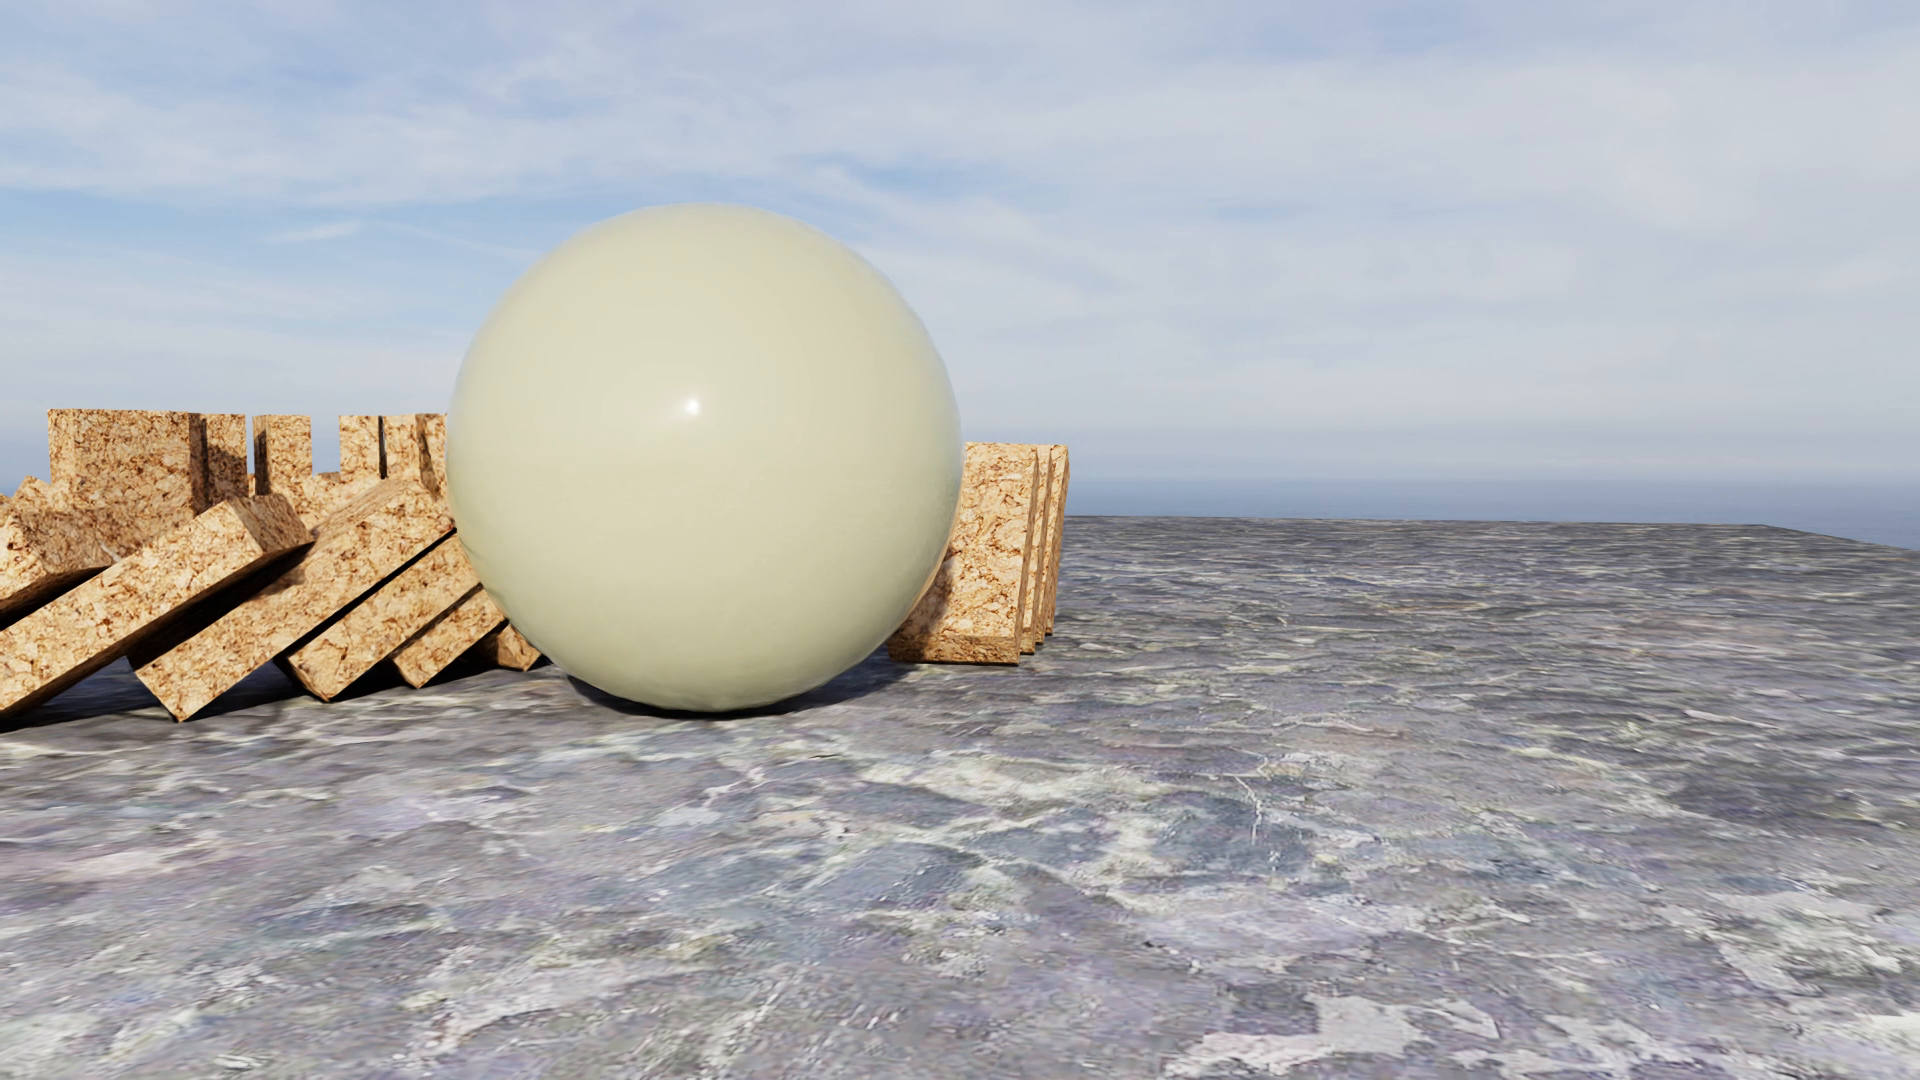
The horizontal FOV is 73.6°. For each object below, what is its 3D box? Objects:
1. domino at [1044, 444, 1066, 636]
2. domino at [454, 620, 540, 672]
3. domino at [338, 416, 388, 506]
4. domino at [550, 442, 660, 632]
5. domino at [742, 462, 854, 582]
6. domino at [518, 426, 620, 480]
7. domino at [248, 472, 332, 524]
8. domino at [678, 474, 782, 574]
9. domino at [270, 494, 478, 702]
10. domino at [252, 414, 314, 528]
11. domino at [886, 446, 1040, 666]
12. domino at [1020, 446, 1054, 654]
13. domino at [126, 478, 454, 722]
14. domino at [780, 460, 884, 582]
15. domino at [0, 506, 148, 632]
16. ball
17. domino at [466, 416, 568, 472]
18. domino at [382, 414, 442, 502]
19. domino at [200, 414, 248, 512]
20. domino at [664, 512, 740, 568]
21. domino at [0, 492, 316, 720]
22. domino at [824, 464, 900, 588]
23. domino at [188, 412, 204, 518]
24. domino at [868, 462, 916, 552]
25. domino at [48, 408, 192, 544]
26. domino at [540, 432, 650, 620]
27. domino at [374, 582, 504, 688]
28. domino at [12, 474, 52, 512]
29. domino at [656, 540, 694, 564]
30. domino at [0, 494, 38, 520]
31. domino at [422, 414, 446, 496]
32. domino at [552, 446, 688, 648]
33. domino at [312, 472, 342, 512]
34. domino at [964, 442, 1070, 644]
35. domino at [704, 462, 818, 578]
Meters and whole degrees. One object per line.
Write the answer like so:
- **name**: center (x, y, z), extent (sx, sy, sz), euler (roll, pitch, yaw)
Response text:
- **domino**: center (0.011, -0.001, 0.300), extent (0.025, 0.050, 0.009), euler (1, -40, 10)
- **domino**: center (-0.082, 0.004, 0.260), extent (0.025, 0.009, 0.050), euler (3, 42, 35)
- **domino**: center (-0.163, -0.009, 0.353), extent (0.010, 0.050, 0.025), euler (-1, 4, -16)
- **domino**: center (-0.085, -0.001, 0.301), extent (0.025, 0.050, 0.010), euler (0, -39, -6)
- **domino**: center (-0.046, -0.007, 0.416), extent (0.025, 0.010, 0.050), euler (-4, 41, -47)
- **domino**: center (-0.099, -0.006, 0.332), extent (0.025, 0.050, 0.010), euler (-2, -28, -25)
- **domino**: center (-0.218, -0.007, 0.439), extent (0.050, 0.010, 0.025), euler (29, -5, -17)
- **domino**: center (-0.076, -0.006, 0.437), extent (0.050, 0.010, 0.025), euler (36, 24, 30)
- **domino**: center (-0.098, 0.006, 0.229), extent (0.025, 0.010, 0.050), euler (7, 44, 49)
- **domino**: center (-0.181, -0.008, 0.343), extent (0.009, 0.050, 0.025), euler (-3, 5, -38)
- **domino**: center (0.001, 0.002, 0.261), extent (0.025, 0.050, 0.009), euler (1, -40, 10)
- **domino**: center (0.005, 0.001, 0.274), extent (0.025, 0.050, 0.009), euler (1, -40, 10)
- **domino**: center (-0.112, 0.008, 0.215), extent (0.050, 0.010, 0.025), euler (-42, 27, -26)
- **domino**: center (-0.034, -0.007, 0.406), extent (0.025, 0.009, 0.050), euler (-1, 38, -44)
- **domino**: center (-0.152, 0.012, 0.192), extent (0.050, 0.009, 0.025), euler (-29, 4, 2)
- **ball**: center (-0.039, -0.013, 0.204), extent (0.080, 0.080, 0.080), euler (0, 4, 0)
- **domino**: center (-0.113, -0.008, 0.344), extent (0.010, 0.050, 0.025), euler (-26, -14, 39)
- **domino**: center (-0.145, -0.009, 0.354), extent (0.010, 0.050, 0.025), euler (-3, 4, 11)
- **domino**: center (-0.194, -0.007, 0.330), extent (0.025, 0.050, 0.009), euler (3, 5, 34)
- **domino**: center (-0.097, -0.008, 0.448), extent (0.050, 0.009, 0.025), euler (34, 17, 25)
- **domino**: center (-0.129, 0.010, 0.199), extent (0.050, 0.010, 0.025), euler (-33, 10, -7)
- **domino**: center (-0.020, -0.005, 0.392), extent (0.025, 0.009, 0.050), euler (-2, 39, -35)
- **domino**: center (-0.198, -0.006, 0.310), extent (0.025, 0.050, 0.009), euler (0, 4, -5)
- **domino**: center (-0.008, -0.004, 0.379), extent (0.025, 0.009, 0.050), euler (2, 36, -26)
- **domino**: center (-0.188, -0.004, 0.289), extent (0.009, 0.050, 0.025), euler (2, 5, 27)
- **domino**: center (-0.091, -0.004, 0.317), extent (0.025, 0.050, 0.010), euler (-1, -34, -16)
- **domino**: center (-0.089, 0.006, 0.242), extent (0.025, 0.010, 0.050), euler (8, 44, 49)
- **domino**: center (-0.268, -0.004, 0.403), extent (0.050, 0.009, 0.025), euler (34, -17, -35)
- **domino**: center (-0.117, -0.009, 0.455), extent (0.050, 0.009, 0.025), euler (33, 13, 20)
- **domino**: center (-0.279, -0.003, 0.383), extent (0.025, 0.009, 0.050), euler (2, -26, 36)
- **domino**: center (-0.127, -0.009, 0.350), extent (0.010, 0.050, 0.025), euler (-17, -4, 26)
- **domino**: center (-0.080, 0.000, 0.284), extent (0.025, 0.009, 0.050), euler (1, 49, 11)
- **domino**: center (-0.199, -0.007, 0.446), extent (0.050, 0.009, 0.025), euler (29, -2, -12)
- **domino**: center (0.009, 0.000, 0.287), extent (0.025, 0.050, 0.009), euler (3, -40, 12)
- **domino**: center (-0.060, -0.008, 0.427), extent (0.050, 0.009, 0.025), euler (44, 28, 28)
